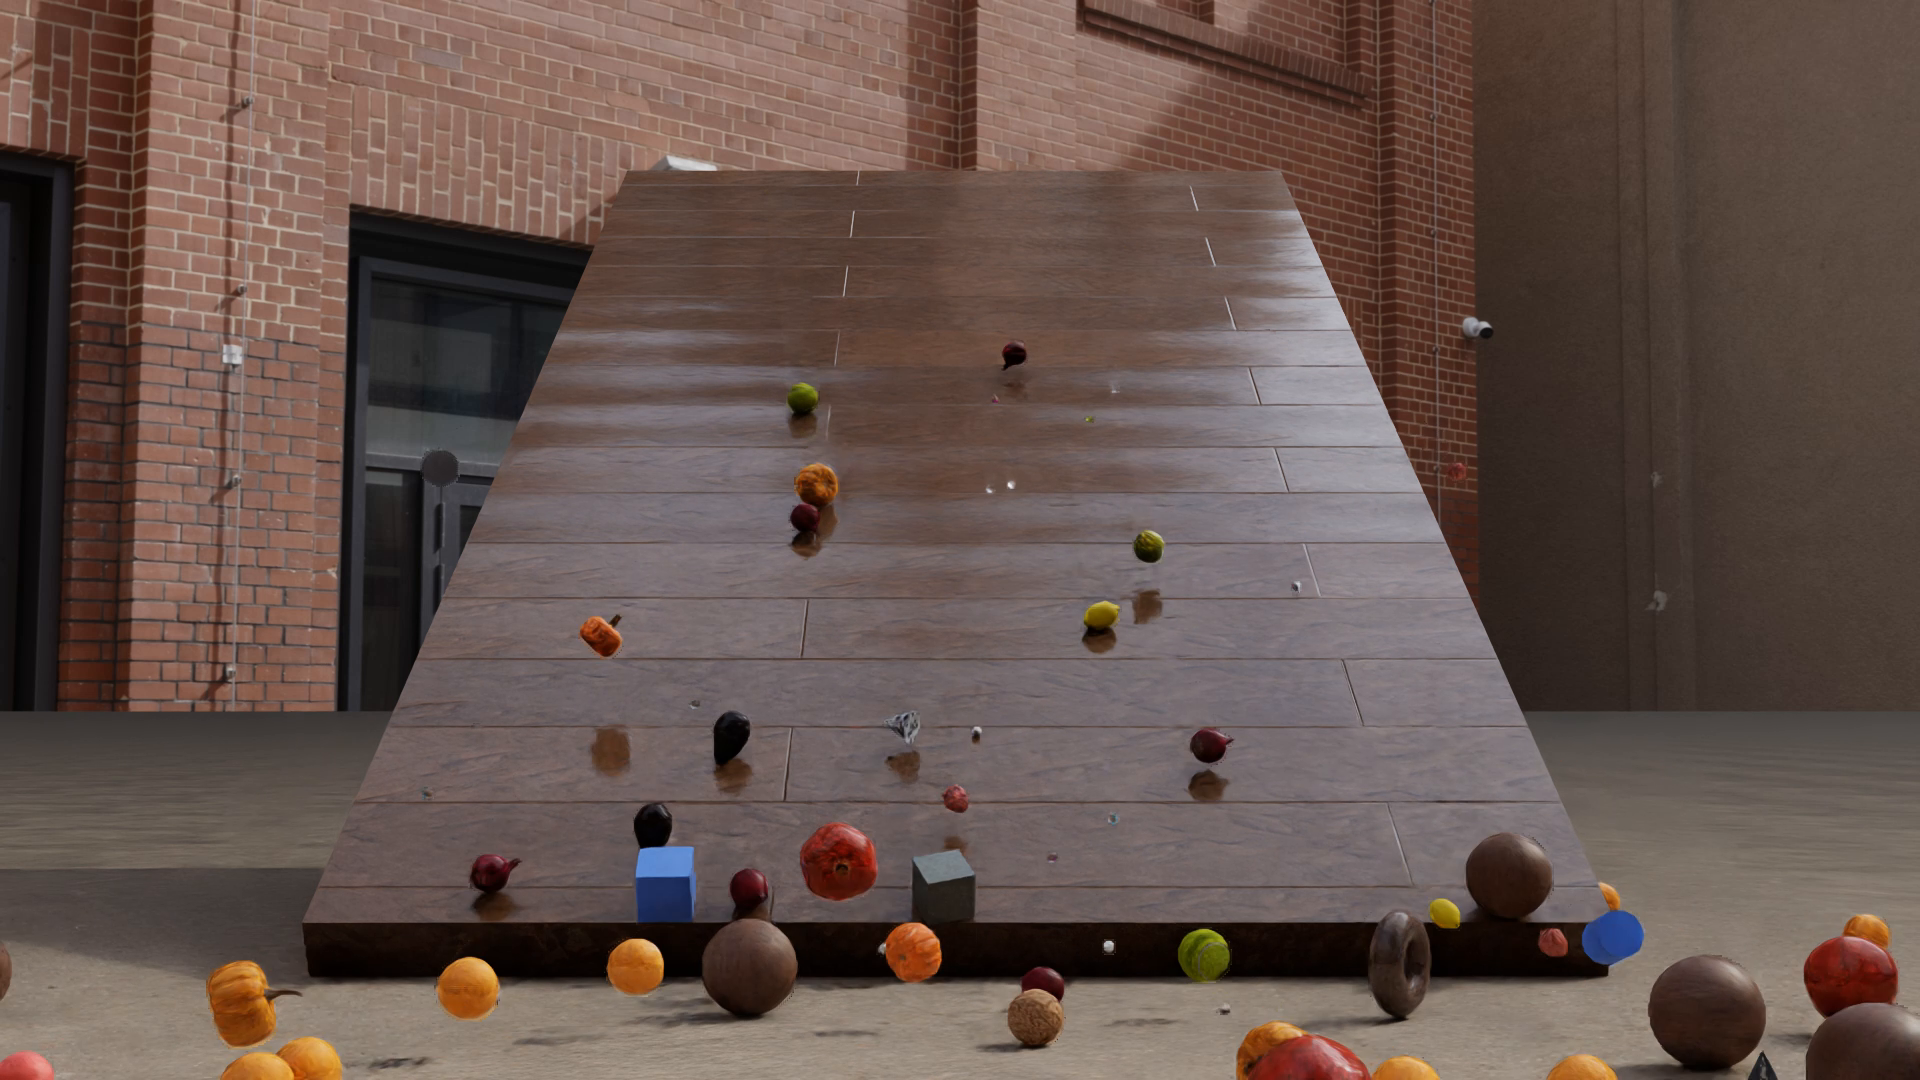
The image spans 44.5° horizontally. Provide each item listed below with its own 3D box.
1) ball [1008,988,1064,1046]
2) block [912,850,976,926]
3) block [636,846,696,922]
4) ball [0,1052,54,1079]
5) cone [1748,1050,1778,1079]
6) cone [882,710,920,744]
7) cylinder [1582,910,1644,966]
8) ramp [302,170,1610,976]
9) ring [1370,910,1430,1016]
[{"bbox_3d":[0.093,0.587,2.885,0.069,0.069,0.069,0,-4,0],"label":"ball"},{"bbox_3d":[-0.026,0.532,3.591,0.076,0.076,0.076,-8,27,-17],"label":"block"},{"bbox_3d":[-0.450,0.527,3.591,0.082,0.082,0.082,-1,25,-2],"label":"block"},{"bbox_3d":[-0.967,0.559,2.423,0.060,0.060,0.060,0,-4,0],"label":"ball"},{"bbox_3d":[0.759,0.528,2.216,0.093,0.093,0.093,0,-4,0],"label":"cone"},{"bbox_3d":[-0.108,0.316,4.040,0.060,0.060,0.060,11,0,21],"label":"cone"},{"bbox_3d":[0.843,0.514,3.032,0.060,0.060,0.060,0,-20,-5],"label":"cylinder"},{"bbox_3d":[-0.009,-0.229,5.401,2.000,0.100,4.000,0,25,0],"label":"ramp"},{"bbox_3d":[0.587,0.564,3.131,0.047,0.141,0.141,-2,-4,33],"label":"ring"}]
